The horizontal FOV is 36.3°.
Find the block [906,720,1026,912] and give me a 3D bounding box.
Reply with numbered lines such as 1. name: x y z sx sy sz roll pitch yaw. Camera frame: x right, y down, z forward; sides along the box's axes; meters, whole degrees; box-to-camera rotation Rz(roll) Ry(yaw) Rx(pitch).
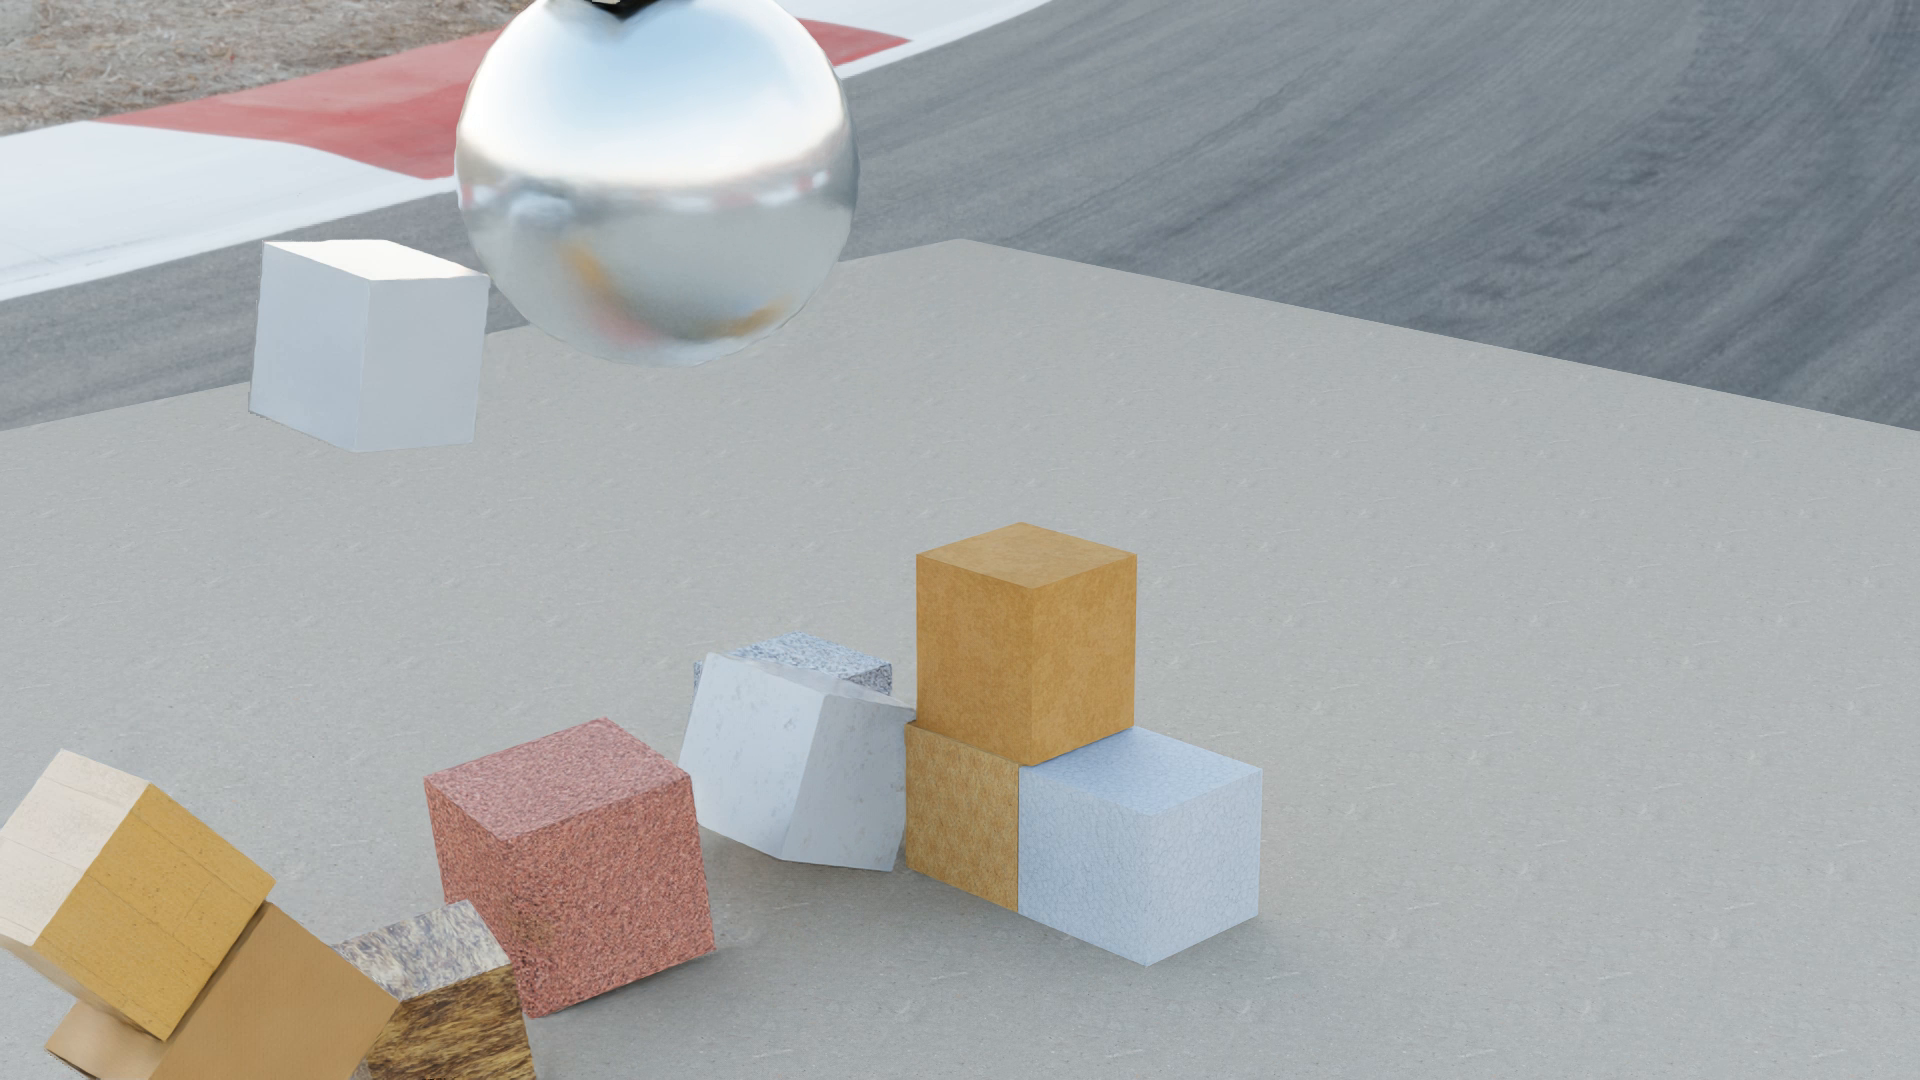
1. block: 0.260 1.169 13.443 0.728 0.708 0.711 -17 24 -42

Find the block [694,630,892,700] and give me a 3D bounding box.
1. block: -0.821 0.896 14.467 0.684 0.617 0.689 -17 24 -42

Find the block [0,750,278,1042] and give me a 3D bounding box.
1. block: -2.971 1.238 10.277 0.656 0.642 0.668 10 60 46

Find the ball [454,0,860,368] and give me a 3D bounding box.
1. ball: -1.195 -1.480 11.624 1.600 1.600 1.600 0 17 0

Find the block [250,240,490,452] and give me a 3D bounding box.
1. block: -2.180 -0.727 10.828 0.632 0.632 0.545 20 18 38

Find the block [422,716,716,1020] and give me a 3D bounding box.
1. block: -1.657 1.373 12.444 0.861 0.825 0.811 -18 24 -28

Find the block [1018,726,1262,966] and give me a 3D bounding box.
1. block: 0.792 1.332 12.943 0.744 0.697 0.765 -17 24 -42

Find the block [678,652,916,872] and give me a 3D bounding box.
1. block: -0.735 1.018 13.477 0.792 0.759 0.734 17 2 42

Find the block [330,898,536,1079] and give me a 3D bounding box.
1. block: -2.060 1.840 11.351 0.608 0.550 0.546 -18 27 -21

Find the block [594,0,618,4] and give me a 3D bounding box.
1. block: -1.417 -2.441 11.109 0.588 0.520 0.568 18 59 45

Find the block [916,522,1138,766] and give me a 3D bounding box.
1. block: 0.297 0.453 13.177 0.706 0.818 0.685 16 24 42

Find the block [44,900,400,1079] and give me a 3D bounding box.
1. block: -2.673 1.759 10.640 0.704 0.693 0.804 11 61 47
